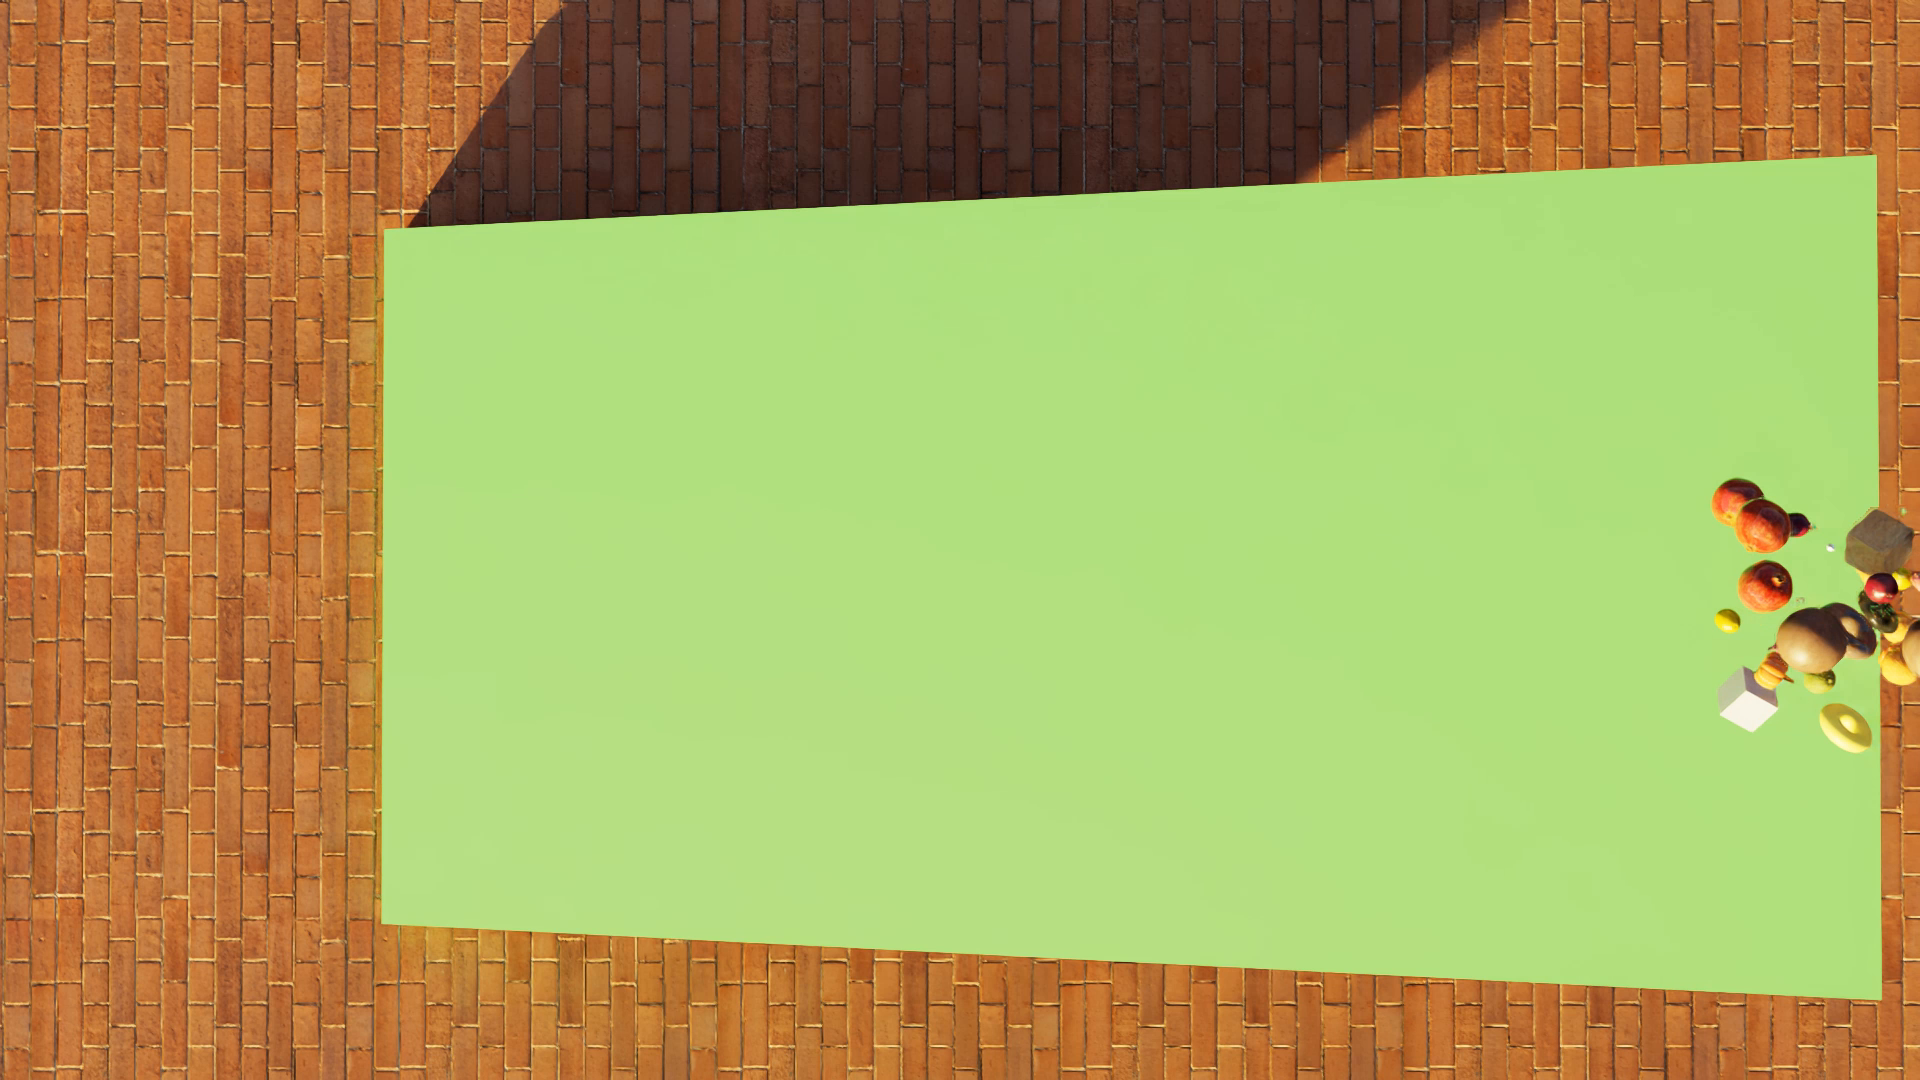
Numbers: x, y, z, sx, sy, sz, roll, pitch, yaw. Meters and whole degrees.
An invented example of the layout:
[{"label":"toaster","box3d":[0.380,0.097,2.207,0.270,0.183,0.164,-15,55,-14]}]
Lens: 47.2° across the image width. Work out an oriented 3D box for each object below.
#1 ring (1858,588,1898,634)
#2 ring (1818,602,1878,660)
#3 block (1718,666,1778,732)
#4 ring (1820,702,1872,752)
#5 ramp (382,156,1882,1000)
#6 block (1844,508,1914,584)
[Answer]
[{"label":"ring","box3d":[1.828,0.142,4.378,0.102,0.102,0.034,48,123,1]},{"label":"ring","box3d":[1.864,0.191,4.619,0.141,0.141,0.047,36,131,0]},{"label":"block","box3d":[1.695,0.342,4.733,0.085,0.085,0.085,28,128,-8]},{"label":"ring","box3d":[1.704,0.361,4.230,0.110,0.110,0.037,32,130,0]},{"label":"ramp","box3d":[0.271,0.095,5.817,4.000,0.100,2.000,0,89,16]},{"label":"block","box3d":[1.812,0.012,4.335,0.087,0.087,0.087,-37,49,-15]}]
